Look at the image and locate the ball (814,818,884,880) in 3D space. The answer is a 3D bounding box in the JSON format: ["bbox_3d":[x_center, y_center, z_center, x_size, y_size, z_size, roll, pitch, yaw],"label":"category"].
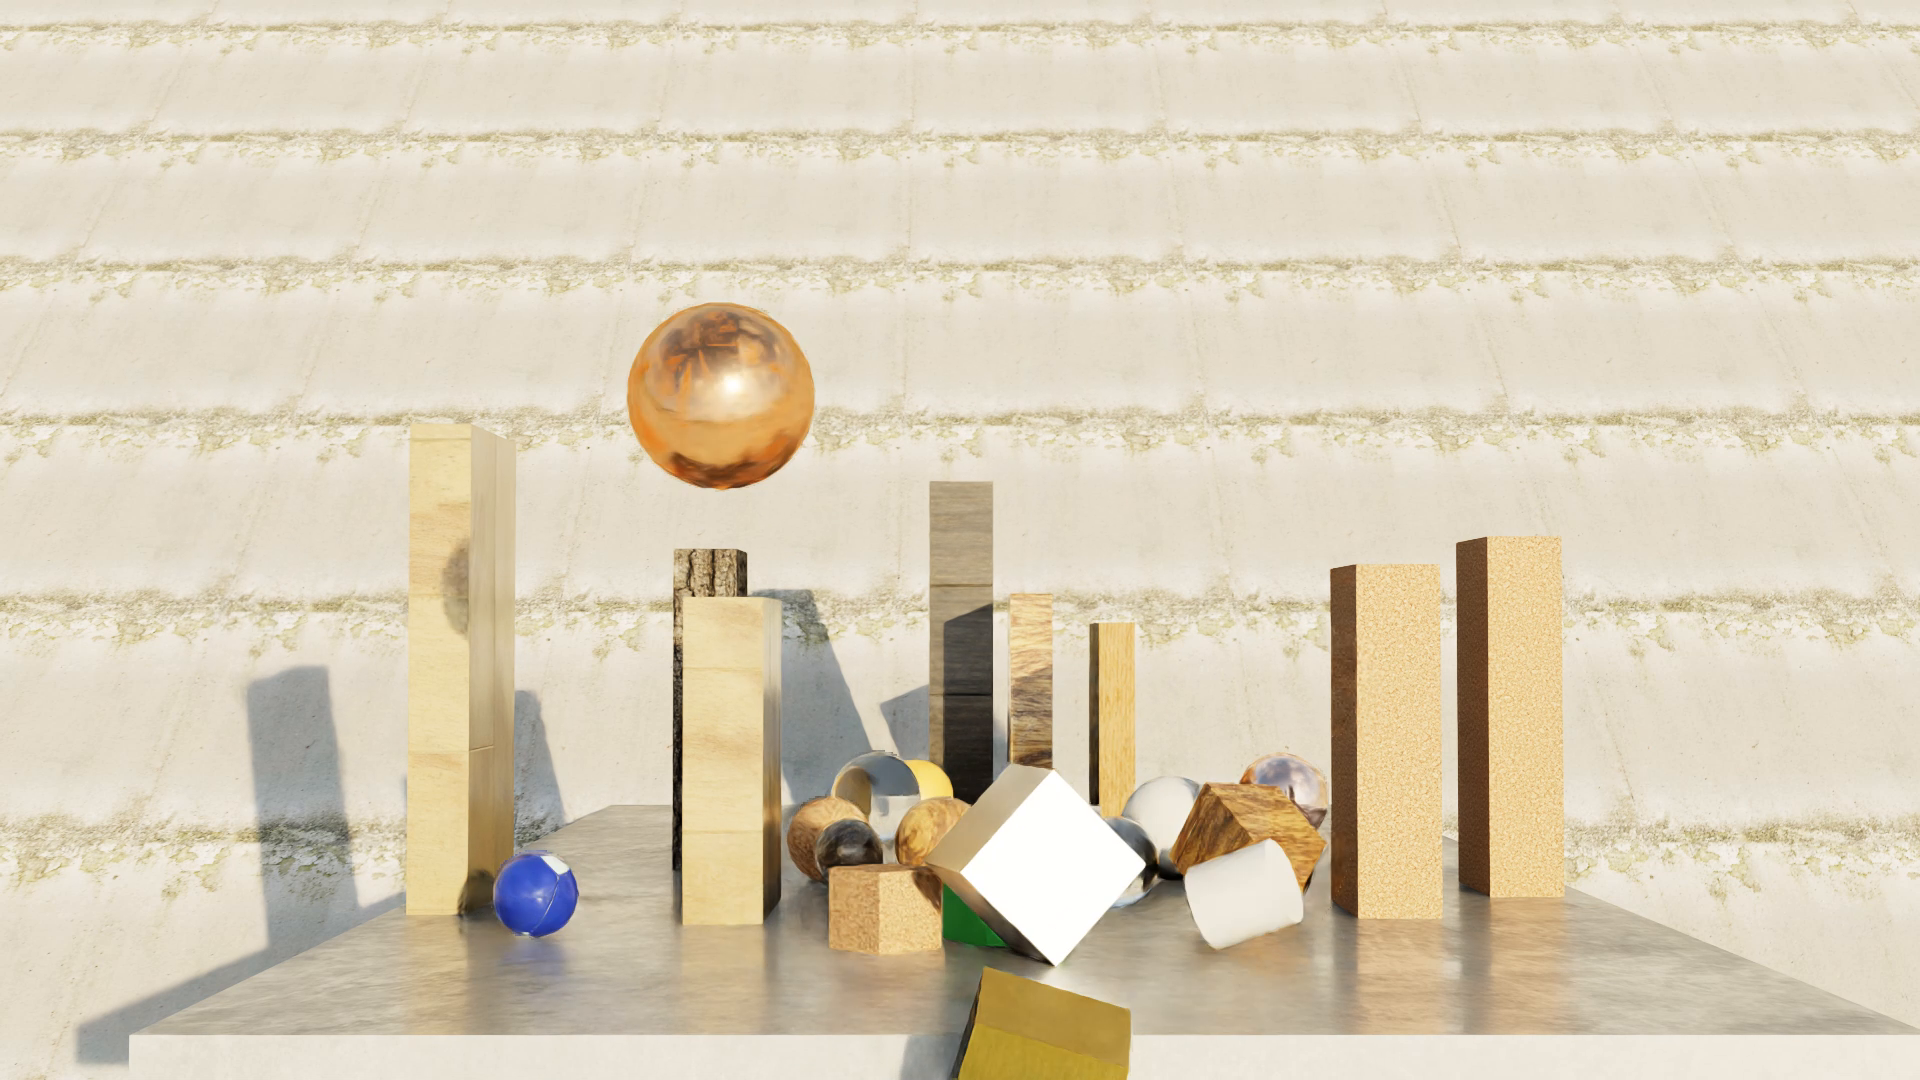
[{"bbox_3d":[-0.195,0.550,4.560,0.122,0.122,0.122,0,36,0],"label":"ball"}]

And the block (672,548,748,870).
[{"bbox_3d":[-0.487,0.326,5.080,0.121,0.611,0.257,0,-2,0],"label":"block"}]

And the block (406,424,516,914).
[{"bbox_3d":[-0.833,0.213,4.365,0.097,0.784,0.425,0,-2,0],"label":"block"}]

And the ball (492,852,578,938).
[{"bbox_3d":[-0.625,0.522,3.828,0.124,0.124,0.124,0,36,0],"label":"ball"}]

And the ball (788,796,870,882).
[{"bbox_3d":[-0.235,0.541,4.691,0.153,0.153,0.153,0,36,0],"label":"ball"}]

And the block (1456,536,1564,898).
[{"bbox_3d":[0.964,0.306,4.571,0.126,0.614,0.282,0,-2,0],"label":"block"}]

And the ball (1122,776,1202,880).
[{"bbox_3d":[0.386,0.524,4.734,0.190,0.190,0.190,0,36,0],"label":"ball"}]

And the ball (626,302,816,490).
[{"bbox_3d":[-0.264,-0.159,2.873,0.208,0.208,0.208,0,36,0],"label":"ball"}]

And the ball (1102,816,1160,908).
[{"bbox_3d":[0.252,0.526,4.244,0.149,0.149,0.149,0,36,0],"label":"ball"}]

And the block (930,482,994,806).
[{"bbox_3d":[0.003,0.271,6.122,0.146,0.800,0.354,0,-2,0],"label":"block"}]

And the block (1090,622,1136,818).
[{"bbox_3d":[0.351,0.430,6.032,0.080,0.475,0.432,0,-2,0],"label":"block"}]

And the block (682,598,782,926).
[{"bbox_3d":[-0.365,0.347,4.204,0.123,0.503,0.414,0,-2,0],"label":"block"}]

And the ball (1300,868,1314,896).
[{"bbox_3d":[0.520,0.541,4.274,0.120,0.120,0.120,0,36,0],"label":"ball"}]

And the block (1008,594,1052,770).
[{"bbox_3d":[0.152,0.388,5.697,0.089,0.535,0.331,0,-2,0],"label":"block"}]

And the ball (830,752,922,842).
[{"bbox_3d":[-0.181,0.554,5.592,0.194,0.194,0.194,0,36,0],"label":"ball"}]

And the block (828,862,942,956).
[{"bbox_3d":[-0.107,0.522,3.688,0.114,0.114,0.114,2,-3,-41],"label":"block"}]

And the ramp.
[{"bbox_3d":[0.079,0.674,4.878,2.000,0.100,4.000,0,-2,0],"label":"ramp"}]

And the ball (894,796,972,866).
[{"bbox_3d":[-0.031,0.527,4.504,0.166,0.166,0.166,0,36,0],"label":"ball"}]

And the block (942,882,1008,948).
[{"bbox_3d":[0.063,0.518,3.794,0.131,0.131,0.131,1,-2,-29],"label":"block"}]

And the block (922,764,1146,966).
[{"bbox_3d":[0.100,0.443,3.571,0.186,0.186,0.186,-47,11,-13],"label":"block"}]

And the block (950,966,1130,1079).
[{"bbox_3d":[0.078,0.584,2.779,0.167,0.167,0.167,17,12,1],"label":"block"}]

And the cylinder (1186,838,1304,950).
[{"bbox_3d":[0.396,0.493,3.618,0.122,0.122,0.122,-23,31,20],"label":"cylinder"}]

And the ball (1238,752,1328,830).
[{"bbox_3d":[0.686,0.551,5.538,0.197,0.197,0.197,0,36,0],"label":"ball"}]

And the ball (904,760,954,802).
[{"bbox_3d":[-0.098,0.575,5.818,0.170,0.170,0.170,0,36,0],"label":"ball"}]

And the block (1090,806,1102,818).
[{"bbox_3d":[0.150,0.542,4.590,0.143,0.143,0.143,-2,-3,36],"label":"block"}]

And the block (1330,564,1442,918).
[{"bbox_3d":[0.691,0.321,4.234,0.132,0.557,0.290,0,-2,0],"label":"block"}]

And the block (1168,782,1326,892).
[{"bbox_3d":[0.449,0.486,4.075,0.148,0.148,0.148,7,28,-33],"label":"block"}]
